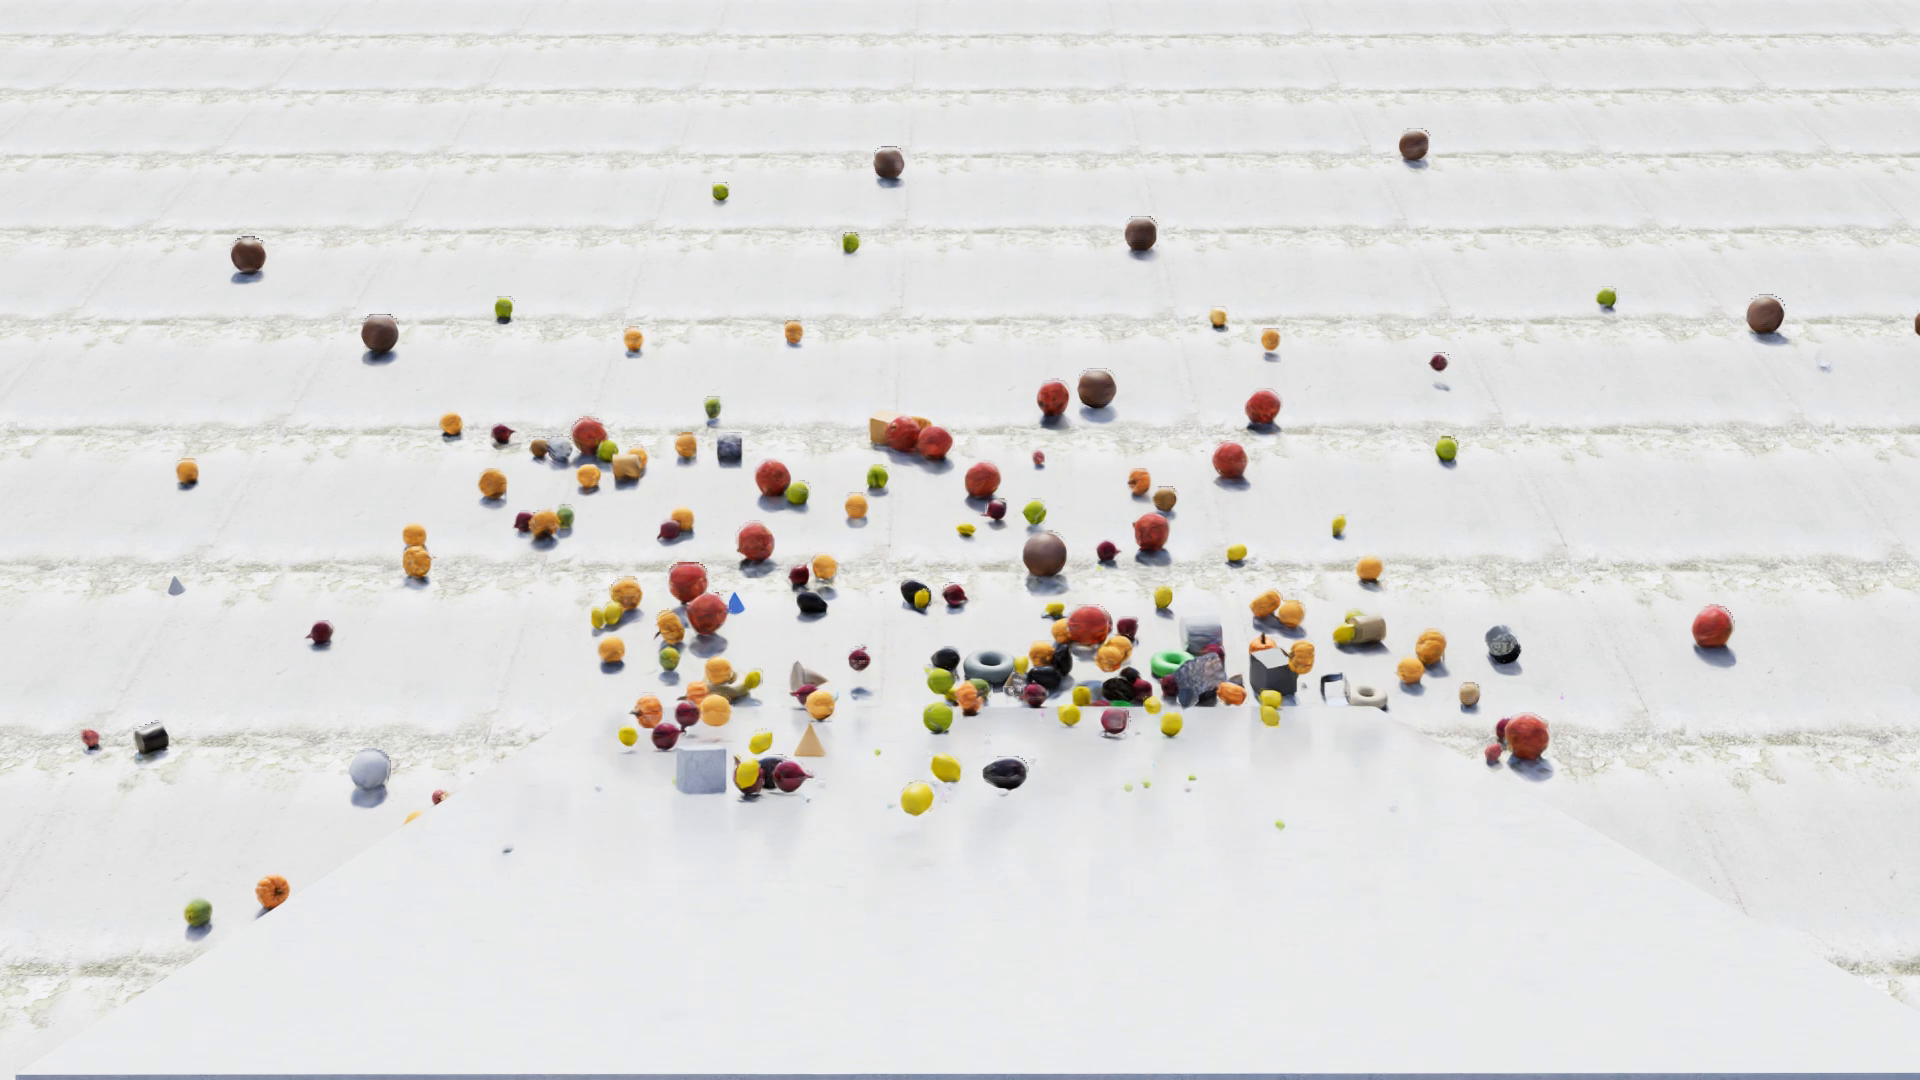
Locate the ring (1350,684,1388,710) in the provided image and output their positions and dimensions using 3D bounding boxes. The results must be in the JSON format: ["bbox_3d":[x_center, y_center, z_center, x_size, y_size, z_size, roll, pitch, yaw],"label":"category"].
[{"bbox_3d":[1.067,0.412,6.758,0.112,0.037,0.112,0,24,0],"label":"ring"}]

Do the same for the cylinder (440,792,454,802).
[{"bbox_3d":[-1.193,0.648,6.193,0.095,0.095,0.095,-12,28,-15],"label":"cylinder"}]

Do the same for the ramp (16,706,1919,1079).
[{"bbox_3d":[0.058,0.528,4.565,2.000,0.100,4.000,0,2,0],"label":"ramp"}]

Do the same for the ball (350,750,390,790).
[{"bbox_3d":[-1.458,0.568,6.365,0.096,0.096,0.096,0,26,0],"label":"ball"}]

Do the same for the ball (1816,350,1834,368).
[{"bbox_3d":[2.981,-0.625,8.893,0.060,0.060,0.060,0,26,0],"label":"ball"}]

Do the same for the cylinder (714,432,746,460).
[{"bbox_3d":[-0.731,-0.298,8.189,0.078,0.078,0.078,12,21,-22],"label":"cylinder"}]

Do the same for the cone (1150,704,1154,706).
[{"bbox_3d":[0.501,0.462,6.669,0.054,0.054,0.054,41,41,17],"label":"cone"}]

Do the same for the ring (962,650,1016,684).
[{"bbox_3d":[0.082,0.339,6.897,0.149,0.050,0.149,1,25,-1],"label":"ring"}]

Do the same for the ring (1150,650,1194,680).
[{"bbox_3d":[0.573,0.334,6.915,0.128,0.043,0.128,1,25,-1],"label":"ring"}]

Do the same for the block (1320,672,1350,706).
[{"bbox_3d":[0.979,0.392,6.730,0.061,0.061,0.061,-9,47,24],"label":"block"}]

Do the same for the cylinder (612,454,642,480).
[{"bbox_3d":[-1.039,-0.229,8.041,0.077,0.077,0.077,-4,26,3],"label":"cylinder"}]

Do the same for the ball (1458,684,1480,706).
[{"bbox_3d":[1.333,0.406,6.749,0.055,0.055,0.055,0,26,0],"label":"ball"}]

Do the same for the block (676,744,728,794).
[{"bbox_3d":[-0.486,0.430,4.852,0.080,0.080,0.080,-1,2,-18],"label":"block"}]

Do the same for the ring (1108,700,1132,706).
[{"bbox_3d":[0.416,0.442,6.708,0.077,0.026,0.077,-1,27,0],"label":"ring"}]

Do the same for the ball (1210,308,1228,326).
[{"bbox_3d":[0.926,-0.800,9.251,0.064,0.064,0.064,0,26,0],"label":"ball"}]

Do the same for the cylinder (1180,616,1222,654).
[{"bbox_3d":[0.655,0.257,7.009,0.098,0.098,0.098,-3,26,-7],"label":"cylinder"}]

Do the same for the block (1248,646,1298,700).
[{"bbox_3d":[0.829,0.352,6.818,0.094,0.094,0.094,-10,27,-20],"label":"block"}]

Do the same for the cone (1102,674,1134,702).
[{"bbox_3d":[0.423,0.375,6.770,0.086,0.086,0.086,7,30,14],"label":"cone"}]

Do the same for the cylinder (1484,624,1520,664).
[{"bbox_3d":[1.469,0.282,6.980,0.078,0.078,0.078,-2,26,-4],"label":"cylinder"}]

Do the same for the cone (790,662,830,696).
[{"bbox_3d":[-0.386,0.370,6.806,0.095,0.095,0.095,4,23,-23],"label":"cone"}]

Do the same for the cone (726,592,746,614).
[{"bbox_3d":[-0.632,0.168,7.243,0.057,0.057,0.057,0,26,0],"label":"cone"}]

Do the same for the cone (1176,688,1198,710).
[{"bbox_3d":[0.568,0.413,6.505,0.058,0.058,0.058,6,30,13],"label":"cone"}]

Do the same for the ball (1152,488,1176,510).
[{"bbox_3d":[0.622,-0.124,7.834,0.071,0.071,0.071,0,26,0],"label":"ball"}]

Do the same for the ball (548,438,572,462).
[{"bbox_3d":[-1.268,-0.287,8.169,0.076,0.076,0.076,0,26,0],"label":"ball"}]

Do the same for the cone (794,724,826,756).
[{"bbox_3d":[-0.317,0.420,5.456,0.069,0.069,0.069,0,2,0],"label":"cone"}]

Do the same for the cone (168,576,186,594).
[{"bbox_3d":[-2.235,0.121,7.346,0.052,0.052,0.052,0,26,0],"label":"cone"}]

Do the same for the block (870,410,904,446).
[{"bbox_3d":[-0.237,-0.363,8.323,0.080,0.080,0.080,14,29,26],"label":"block"}]

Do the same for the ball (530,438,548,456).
[{"bbox_3d":[-1.338,-0.293,8.202,0.059,0.059,0.059,0,26,0],"label":"ball"}]

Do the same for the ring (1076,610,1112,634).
[{"bbox_3d":[0.372,0.225,7.150,0.104,0.035,0.104,1,27,0],"label":"ring"}]

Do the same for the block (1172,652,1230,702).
[{"bbox_3d":[0.631,0.363,6.750,0.094,0.094,0.094,-15,72,-28],"label":"block"}]

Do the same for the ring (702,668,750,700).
[{"bbox_3d":[-0.617,0.380,6.815,0.130,0.043,0.130,2,29,-1],"label":"ring"}]

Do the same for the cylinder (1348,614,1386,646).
[{"bbox_3d":[1.116,0.244,7.062,0.076,0.076,0.076,-9,27,-18],"label":"cylinder"}]

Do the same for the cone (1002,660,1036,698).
[{"bbox_3d":[0.158,0.353,6.817,0.091,0.091,0.091,0,26,0],"label":"cone"}]

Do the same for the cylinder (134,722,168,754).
[{"bbox_3d":[-2.049,0.504,6.536,0.063,0.063,0.063,-21,33,-36],"label":"cylinder"}]
